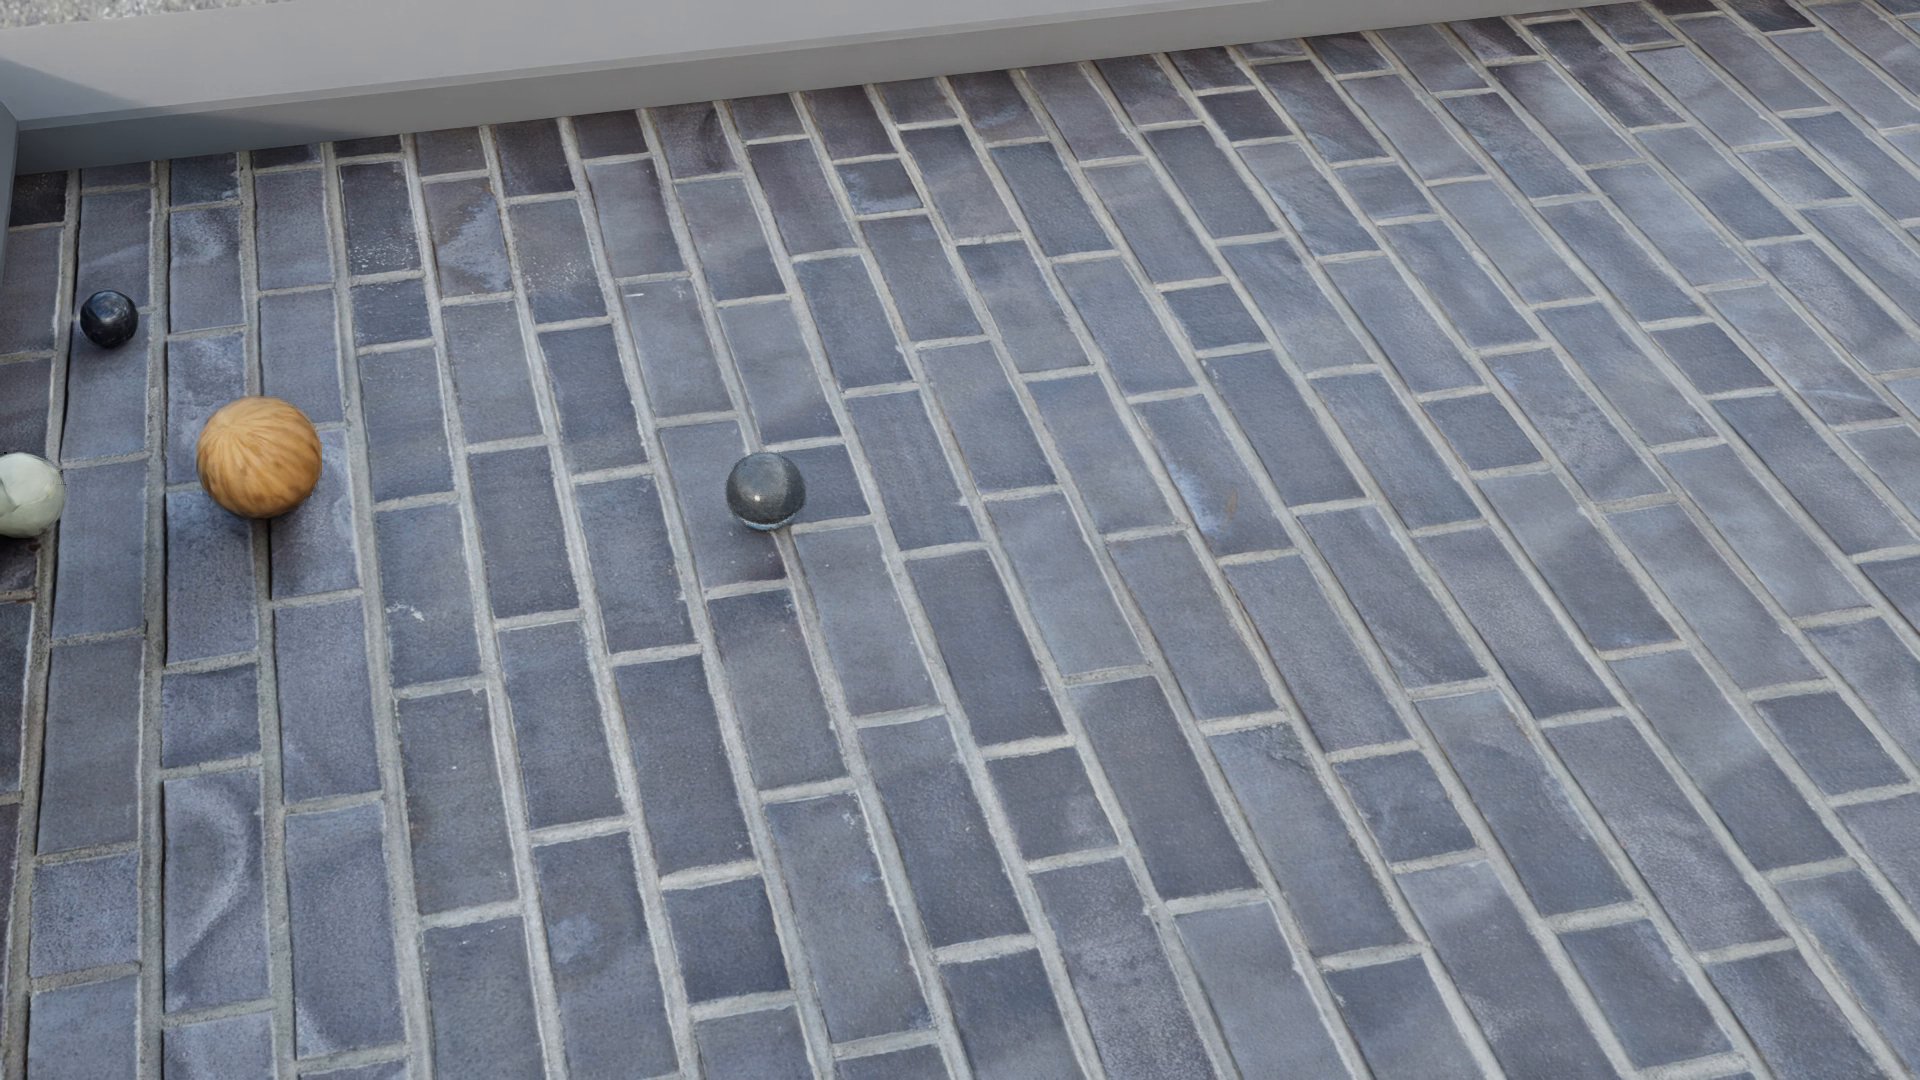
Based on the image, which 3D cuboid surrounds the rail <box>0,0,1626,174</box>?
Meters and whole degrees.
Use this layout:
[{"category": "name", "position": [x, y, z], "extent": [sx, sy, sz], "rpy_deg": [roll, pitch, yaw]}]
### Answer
[{"category": "rail", "position": [0.460, -0.515, 2.296], "extent": [2.589, 0.126, 0.045], "rpy_deg": [-8, 36, -11]}]

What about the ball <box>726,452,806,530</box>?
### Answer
[{"category": "ball", "position": [-0.128, -0.032, 1.687], "extent": [0.052, 0.052, 0.052], "rpy_deg": [0, 36, 0]}]

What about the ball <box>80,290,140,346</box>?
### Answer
[{"category": "ball", "position": [-0.622, -0.162, 1.877], "extent": [0.041, 0.041, 0.041], "rpy_deg": [0, 36, 0]}]

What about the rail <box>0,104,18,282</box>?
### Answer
[{"category": "rail", "position": [-0.605, 0.061, 1.493], "extent": [0.045, 0.126, 1.456], "rpy_deg": [-8, 36, -11]}]

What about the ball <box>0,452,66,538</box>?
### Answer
[{"category": "ball", "position": [-0.615, -0.029, 1.680], "extent": [0.056, 0.056, 0.056], "rpy_deg": [0, 36, 0]}]

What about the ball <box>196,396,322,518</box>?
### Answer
[{"category": "ball", "position": [-0.463, -0.054, 1.694], "extent": [0.080, 0.080, 0.080], "rpy_deg": [0, 36, 0]}]
